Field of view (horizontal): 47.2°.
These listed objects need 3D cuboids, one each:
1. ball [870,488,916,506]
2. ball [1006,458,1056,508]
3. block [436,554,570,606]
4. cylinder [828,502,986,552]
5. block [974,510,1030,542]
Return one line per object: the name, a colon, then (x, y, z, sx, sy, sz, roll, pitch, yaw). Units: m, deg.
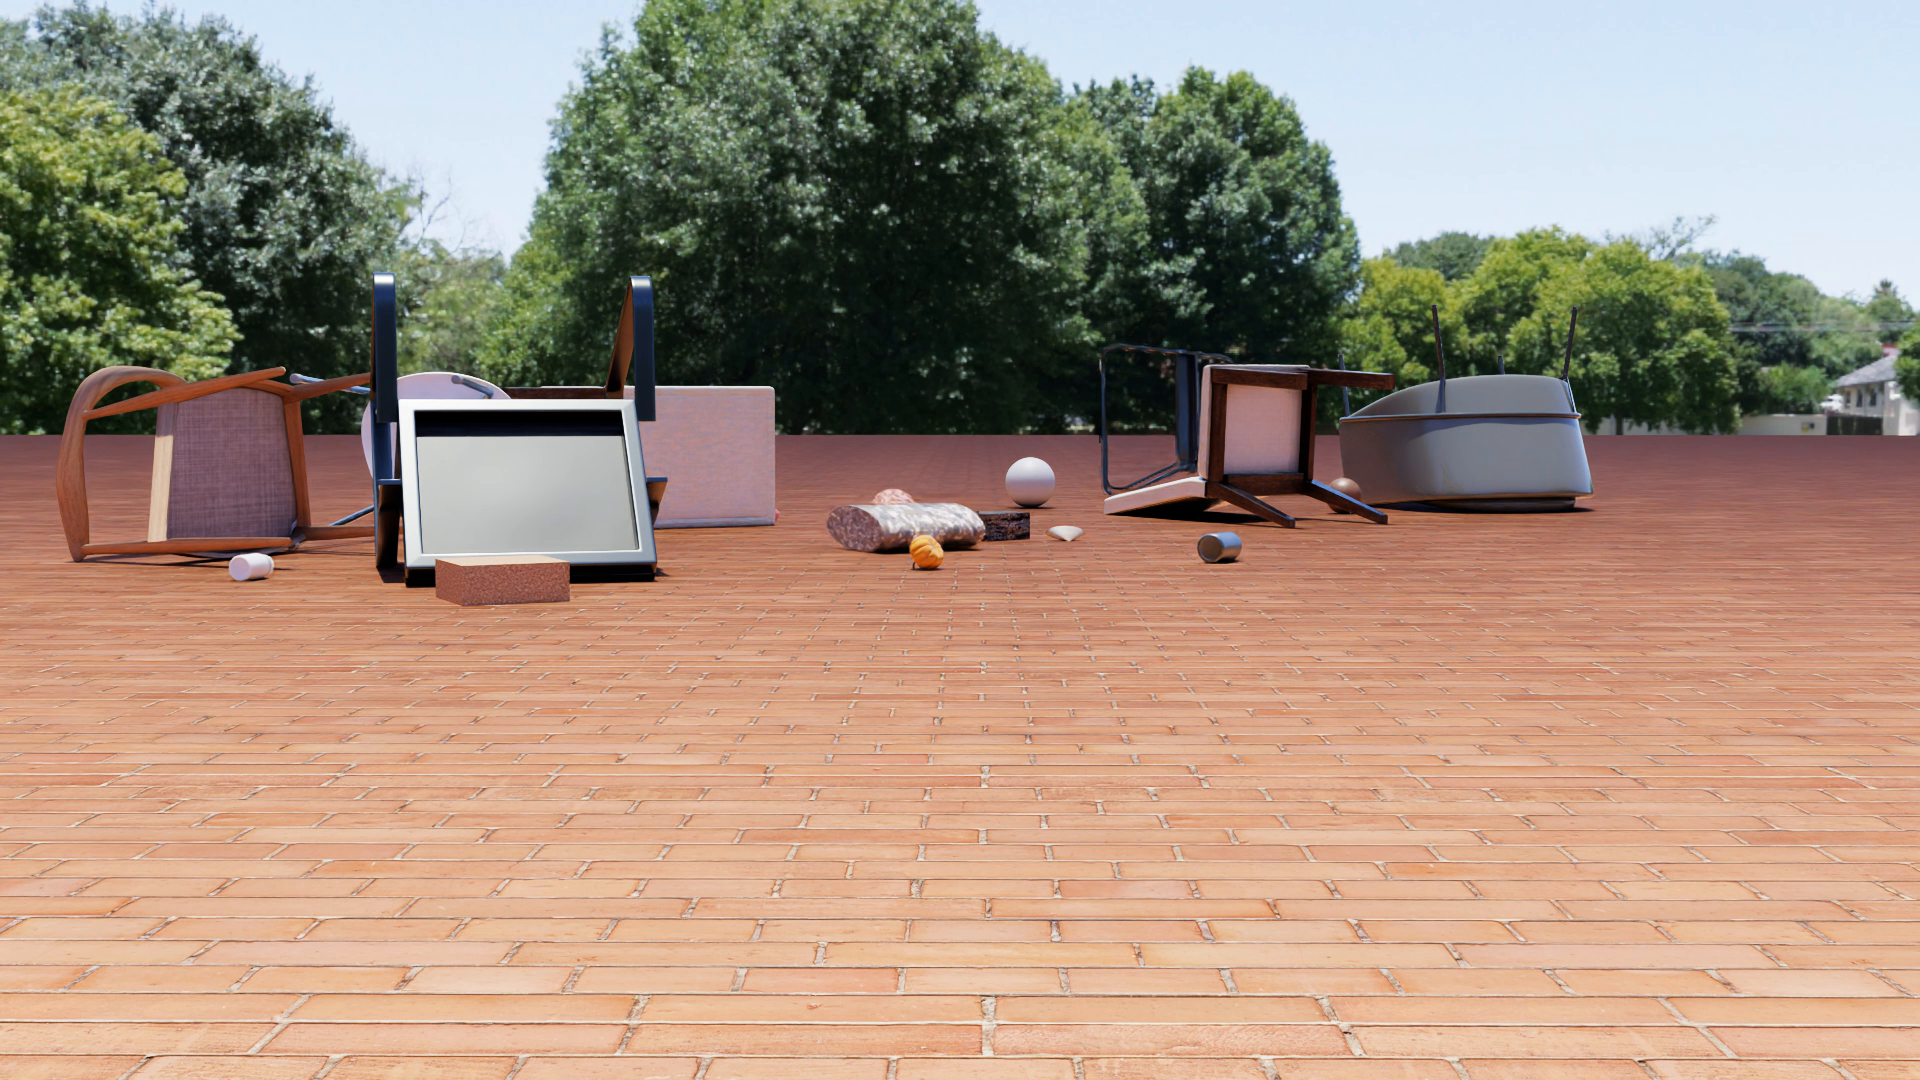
ball: (-0.203, -0.083, 6.700, 0.145, 0.145, 0.145, 0, 4, 0)
ball: (0.266, -0.217, 8.315, 0.191, 0.191, 0.191, 0, 4, 0)
block: (-0.978, 0.085, 4.696, 0.229, 0.084, 0.220, -2, 4, -28)
cylinder: (-0.153, -0.037, 6.176, 0.328, 0.122, 0.317, -2, 8, -32)
block: (0.106, -0.042, 6.573, 0.168, 0.081, 0.122, -3, 5, -38)
